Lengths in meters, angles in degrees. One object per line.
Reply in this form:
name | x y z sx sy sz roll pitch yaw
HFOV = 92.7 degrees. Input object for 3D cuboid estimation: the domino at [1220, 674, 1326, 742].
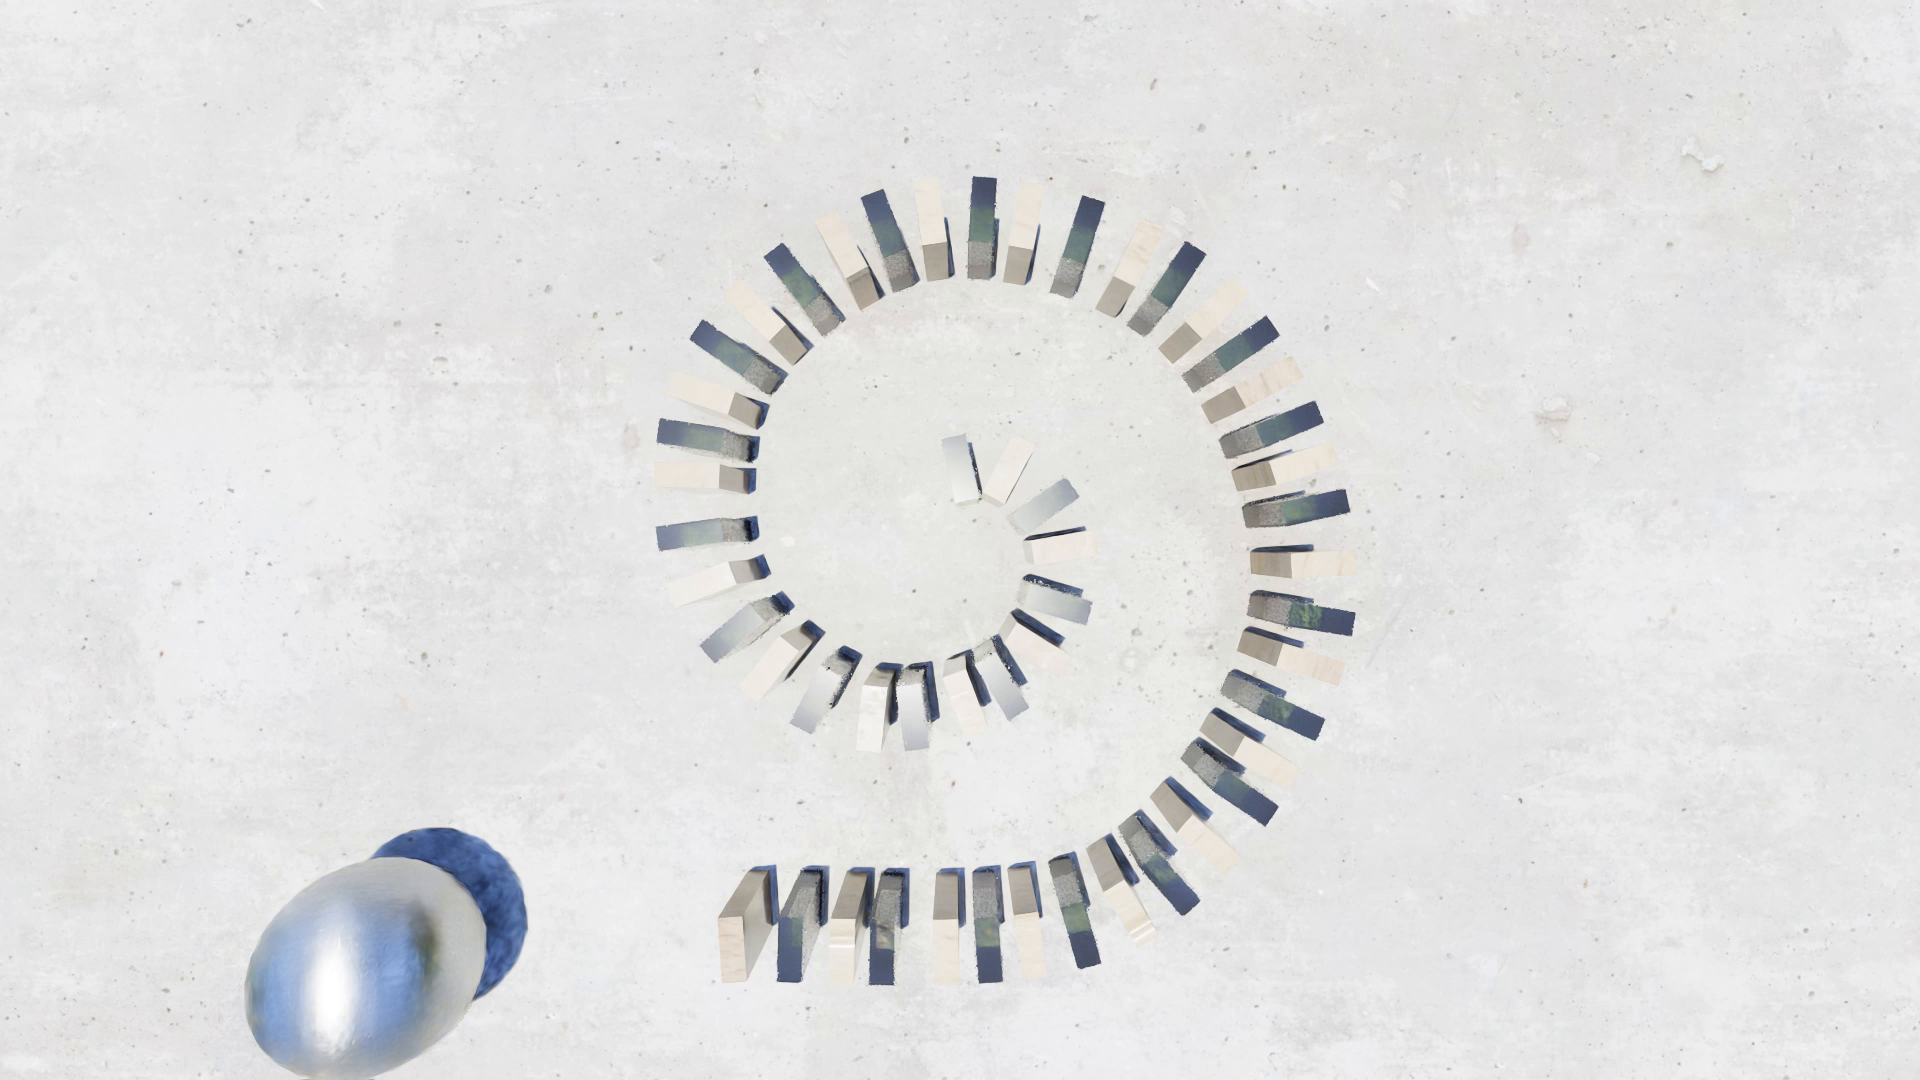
domino | 0.126 0.068 0.375 0.025 0.050 0.010 24 90 0

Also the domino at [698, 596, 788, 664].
domino | -0.087 0.036 0.375 0.025 0.050 0.010 -40 90 0

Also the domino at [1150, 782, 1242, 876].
domino | 0.095 0.117 0.375 0.025 0.050 0.009 41 90 0

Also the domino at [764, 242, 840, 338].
domino | -0.064 -0.101 0.375 0.009 0.050 0.025 -38 90 0

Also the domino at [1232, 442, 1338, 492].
domino | 0.131 -0.029 0.375 0.025 0.050 0.009 -18 90 0

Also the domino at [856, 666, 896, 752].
domino | -0.034 0.068 0.375 0.009 0.050 0.025 6 90 0

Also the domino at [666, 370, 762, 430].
domino | -0.099 -0.056 0.375 0.025 0.050 0.009 18 90 0

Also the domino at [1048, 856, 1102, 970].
domino | 0.046 0.151 0.375 0.010 0.050 0.025 -16 90 0

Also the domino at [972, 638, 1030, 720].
domino | 0.016 0.056 0.375 0.009 0.050 0.025 -31 90 0

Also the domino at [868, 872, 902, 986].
domino | -0.030 0.158 0.375 0.009 0.050 0.025 1 90 0

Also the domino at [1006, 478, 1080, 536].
domino | 0.033 -0.013 0.375 0.025 0.050 0.010 -35 90 0

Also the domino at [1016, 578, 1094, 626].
domino | 0.038 0.025 0.375 0.025 0.050 0.009 16 90 0

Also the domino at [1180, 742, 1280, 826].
domino | 0.109 0.099 0.375 0.025 0.050 0.009 34 90 0

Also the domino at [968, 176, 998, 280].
domino | 0.009 -0.126 0.375 0.010 0.050 0.025 4 90 0

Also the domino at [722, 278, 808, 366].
domino | -0.079 -0.088 0.375 0.025 0.050 0.010 45 90 0

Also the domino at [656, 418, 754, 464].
domino | -0.103 -0.040 0.375 0.025 0.050 0.009 9 90 0

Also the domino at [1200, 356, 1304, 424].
domino | 0.118 -0.061 0.375 0.025 0.050 0.010 -28 90 0

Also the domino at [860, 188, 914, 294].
domino | -0.029 -0.121 0.375 0.009 0.050 0.025 -21 90 0

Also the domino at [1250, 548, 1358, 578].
domino | 0.139 0.009 0.375 0.025 0.050 0.010 -3 90 0

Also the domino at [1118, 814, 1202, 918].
domino | 0.080 0.132 0.375 0.009 0.050 0.025 -41 90 0

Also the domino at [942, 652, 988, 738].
domino | 0.002 0.063 0.375 0.010 0.050 0.025 -21 90 0

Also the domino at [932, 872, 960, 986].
domino | -0.005 0.158 0.375 0.009 0.050 0.025 -2 90 0

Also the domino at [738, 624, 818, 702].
domino | -0.073 0.049 0.375 0.009 0.050 0.025 39 90 0

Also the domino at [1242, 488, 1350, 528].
domino | 0.136 -0.012 0.375 0.025 0.050 0.010 -12 90 0

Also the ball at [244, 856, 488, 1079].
ball | -0.231 0.167 0.360 0.080 0.080 0.080 0 90 0

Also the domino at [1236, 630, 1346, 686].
domino | 0.134 0.048 0.375 0.025 0.050 0.010 17 90 0

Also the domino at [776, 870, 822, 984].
domino | -0.065 0.157 0.375 0.010 0.050 0.025 2 90 0

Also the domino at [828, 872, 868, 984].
domino | -0.045 0.157 0.375 0.010 0.050 0.025 2 90 0

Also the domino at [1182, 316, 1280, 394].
domino | 0.110 -0.075 0.375 0.025 0.050 0.009 -34 90 0

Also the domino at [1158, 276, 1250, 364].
domino | 0.099 -0.089 0.375 0.025 0.050 0.009 -43 90 0

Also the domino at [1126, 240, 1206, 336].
domino | 0.083 -0.101 0.375 0.009 0.050 0.025 34 90 0

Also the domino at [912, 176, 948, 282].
domino | -0.012 -0.126 0.375 0.010 0.050 0.025 -8 90 0

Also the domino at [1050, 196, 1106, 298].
domino | 0.047 -0.119 0.375 0.009 0.050 0.025 18 90 0

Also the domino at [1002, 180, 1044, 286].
domino | 0.026 -0.124 0.375 0.010 0.050 0.025 10 90 0

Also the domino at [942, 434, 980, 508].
domino | 0.000 -0.027 0.375 0.010 0.050 0.025 -13 90 0

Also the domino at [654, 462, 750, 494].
domino | -0.104 -0.025 0.375 0.025 0.050 0.009 2 90 0

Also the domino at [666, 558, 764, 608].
domino | -0.099 0.017 0.375 0.025 0.050 0.009 -21 90 0

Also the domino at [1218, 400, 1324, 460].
domino | 0.126 -0.044 0.375 0.025 0.050 0.009 -23 90 0

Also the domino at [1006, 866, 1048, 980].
domino | 0.027 0.155 0.375 0.009 0.050 0.025 -8 90 0

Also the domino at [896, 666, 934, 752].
domino | -0.018 0.068 0.375 0.009 0.050 0.025 -8 90 0

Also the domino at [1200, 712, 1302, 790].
domino | 0.117 0.085 0.375 0.025 0.050 0.010 30 90 0

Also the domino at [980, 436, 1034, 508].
domino | 0.019 -0.027 0.375 0.009 0.050 0.025 28 90 0

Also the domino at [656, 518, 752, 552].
domino | -0.103 -0.002 0.375 0.025 0.050 0.009 -8 90 0

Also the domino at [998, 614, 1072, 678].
domino | 0.030 0.042 0.375 0.025 0.050 0.009 32 90 0

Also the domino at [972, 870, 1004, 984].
domino | 0.011 0.157 0.375 0.009 0.050 0.025 -4 90 0

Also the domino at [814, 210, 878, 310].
domino | -0.046 -0.113 0.375 0.010 0.050 0.025 -29 90 0

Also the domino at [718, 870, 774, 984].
domino | -0.087 0.157 0.375 0.009 0.050 0.025 -4 90 0

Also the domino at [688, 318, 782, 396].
domino | -0.091 -0.074 0.375 0.025 0.050 0.010 34 90 0

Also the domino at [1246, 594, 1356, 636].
domino | 0.138 0.030 0.375 0.025 0.050 0.009 9 90 0

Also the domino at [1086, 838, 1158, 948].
domino | 0.065 0.143 0.375 0.009 0.050 0.025 -31 90 0

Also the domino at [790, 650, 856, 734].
domino | -0.055 0.061 0.375 0.010 0.050 0.025 28 90 0

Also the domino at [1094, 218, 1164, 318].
domino | 0.069 -0.110 0.375 0.010 0.050 0.025 26 90 0

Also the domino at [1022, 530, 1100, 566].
domino | 0.040 0.003 0.375 0.025 0.050 0.009 -10 90 0
